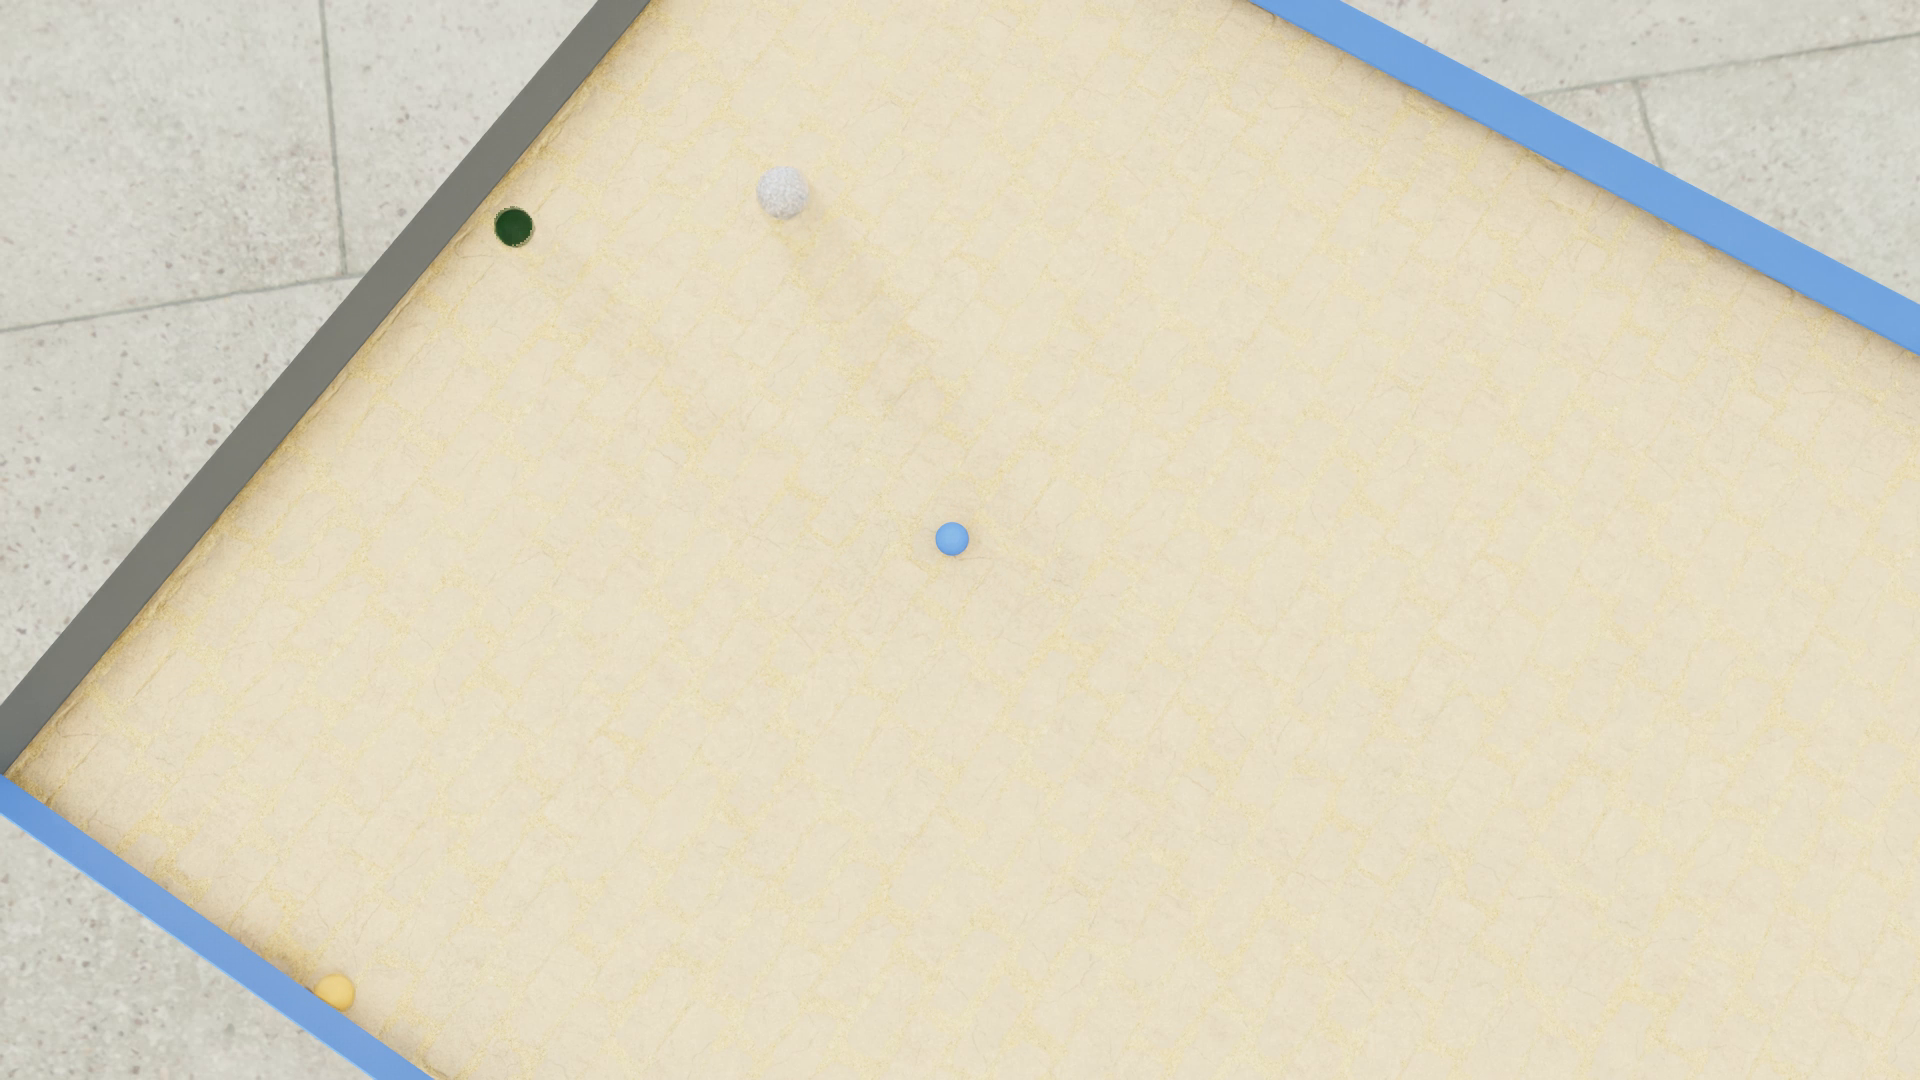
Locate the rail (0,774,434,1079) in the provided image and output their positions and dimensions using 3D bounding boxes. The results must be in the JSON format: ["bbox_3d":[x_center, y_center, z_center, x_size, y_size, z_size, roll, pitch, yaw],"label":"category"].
[{"bbox_3d":[0.254,1.406,2.897,4.173,0.115,0.045,31,72,12],"label":"rail"}]

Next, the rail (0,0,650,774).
[{"bbox_3d":[-0.854,-0.526,3.660,0.045,0.115,2.320,31,72,12],"label":"rail"}]

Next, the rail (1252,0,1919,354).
[{"bbox_3d":[1.494,-0.365,3.597,4.173,0.115,0.045,31,72,12],"label":"rail"}]

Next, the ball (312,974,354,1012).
[{"bbox_3d":[-0.918,0.664,3.222,0.057,0.057,0.057,0,68,0],"label":"ball"}]

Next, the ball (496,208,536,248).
[{"bbox_3d":[-0.746,-0.523,3.687,0.065,0.065,0.065,0,68,0],"label":"ball"}]

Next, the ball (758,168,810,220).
[{"bbox_3d":[-0.296,-0.582,3.698,0.088,0.088,0.088,0,68,0],"label":"ball"}]

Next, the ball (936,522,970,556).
[{"bbox_3d":[-0.012,-0.002,3.487,0.054,0.054,0.054,0,68,0],"label":"ball"}]
